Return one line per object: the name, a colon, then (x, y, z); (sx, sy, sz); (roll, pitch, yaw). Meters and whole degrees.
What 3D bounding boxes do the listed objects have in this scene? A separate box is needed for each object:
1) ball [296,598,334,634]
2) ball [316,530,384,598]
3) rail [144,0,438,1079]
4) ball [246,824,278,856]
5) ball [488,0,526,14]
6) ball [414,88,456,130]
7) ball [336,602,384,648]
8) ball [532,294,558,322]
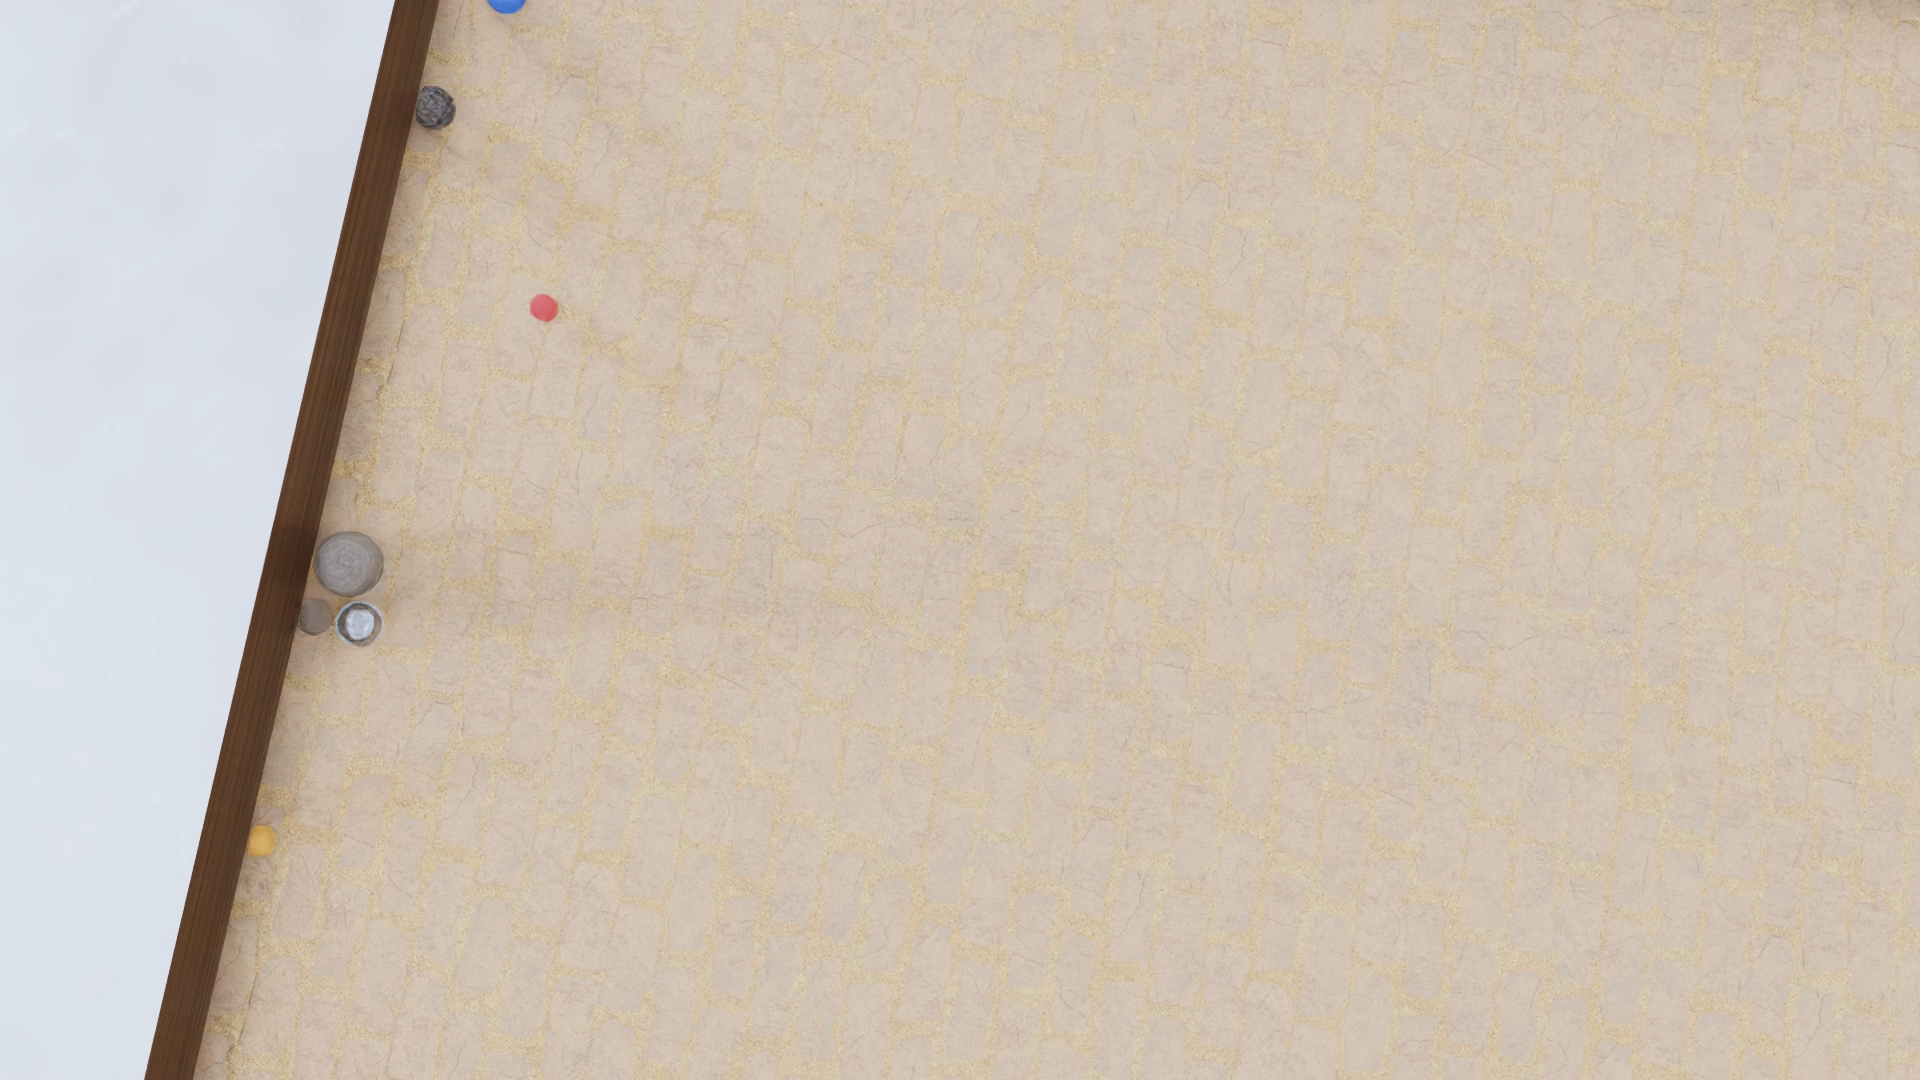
ball: (-0.961, 0.114, 3.272); (0.054, 0.054, 0.054); (0, 80, 0)
ball: (-0.905, 0.035, 3.263); (0.099, 0.099, 0.099); (0, 80, 0)
rail: (-0.947, -0.168, 3.283); (0.045, 0.128, 2.323); (10, 80, 2)
ball: (-1.023, 0.440, 3.218); (0.046, 0.046, 0.046); (0, 80, 0)
ball: (-0.709, -0.855, 3.439); (0.063, 0.063, 0.063); (0, 80, 0)
ball: (-0.814, -0.668, 3.405); (0.065, 0.065, 0.065); (0, 80, 0)
ball: (-0.891, 0.125, 3.263); (0.069, 0.069, 0.069); (0, 80, 0)
ball: (-0.635, -0.355, 3.362); (0.041, 0.041, 0.041); (0, 80, 0)
